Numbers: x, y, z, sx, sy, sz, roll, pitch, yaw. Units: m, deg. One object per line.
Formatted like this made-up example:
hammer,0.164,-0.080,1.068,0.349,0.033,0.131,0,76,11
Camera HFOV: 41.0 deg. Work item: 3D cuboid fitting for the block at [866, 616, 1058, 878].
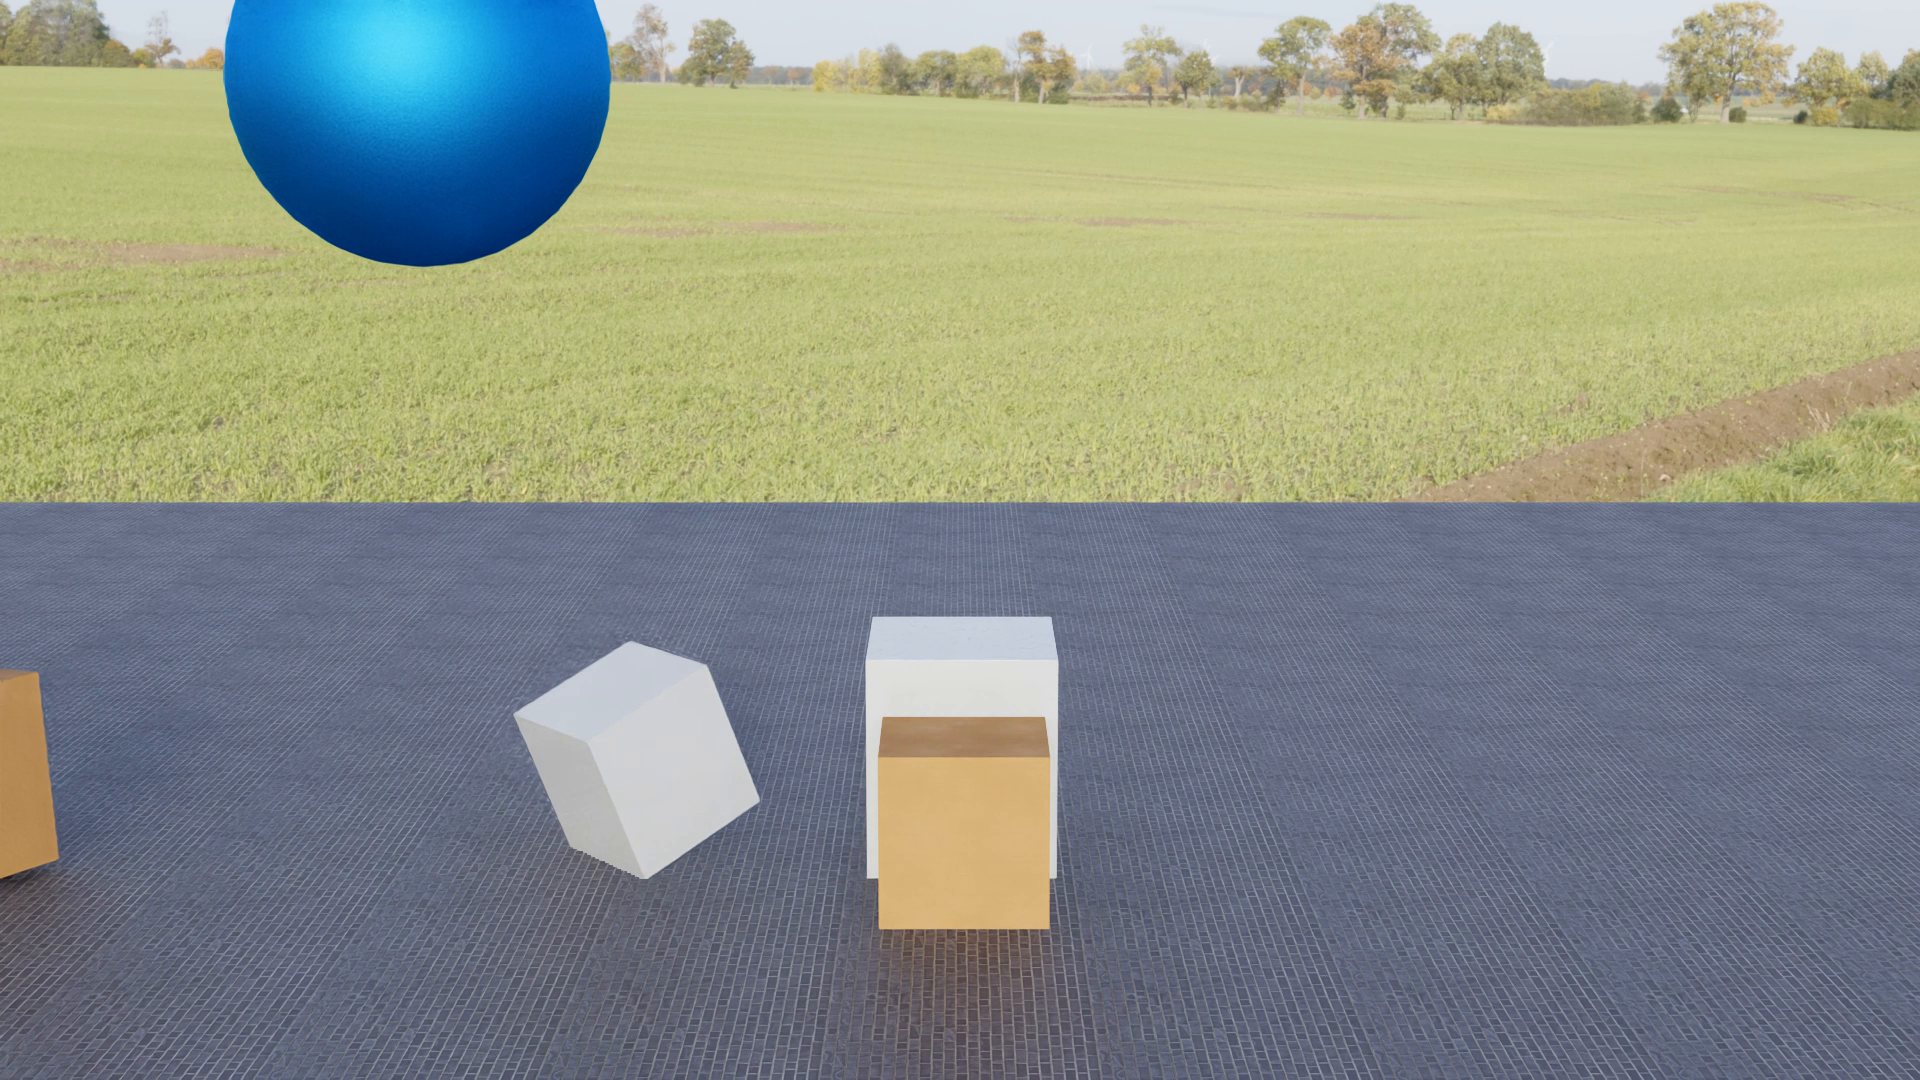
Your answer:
block,0.009,0.928,11.697,0.838,0.989,0.904,0,10,0

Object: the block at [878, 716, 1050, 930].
block,0.017,1.195,10.933,0.709,0.737,0.677,0,10,0

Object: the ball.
ball,-2.279,-1.956,10.825,1.600,1.600,1.600,0,10,0

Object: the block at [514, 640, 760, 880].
block,-1.456,0.982,11.577,0.665,0.727,0.646,-33,27,-30

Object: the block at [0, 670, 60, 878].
block,-4.589,1.053,11.241,0.821,0.852,0.786,1,10,31
